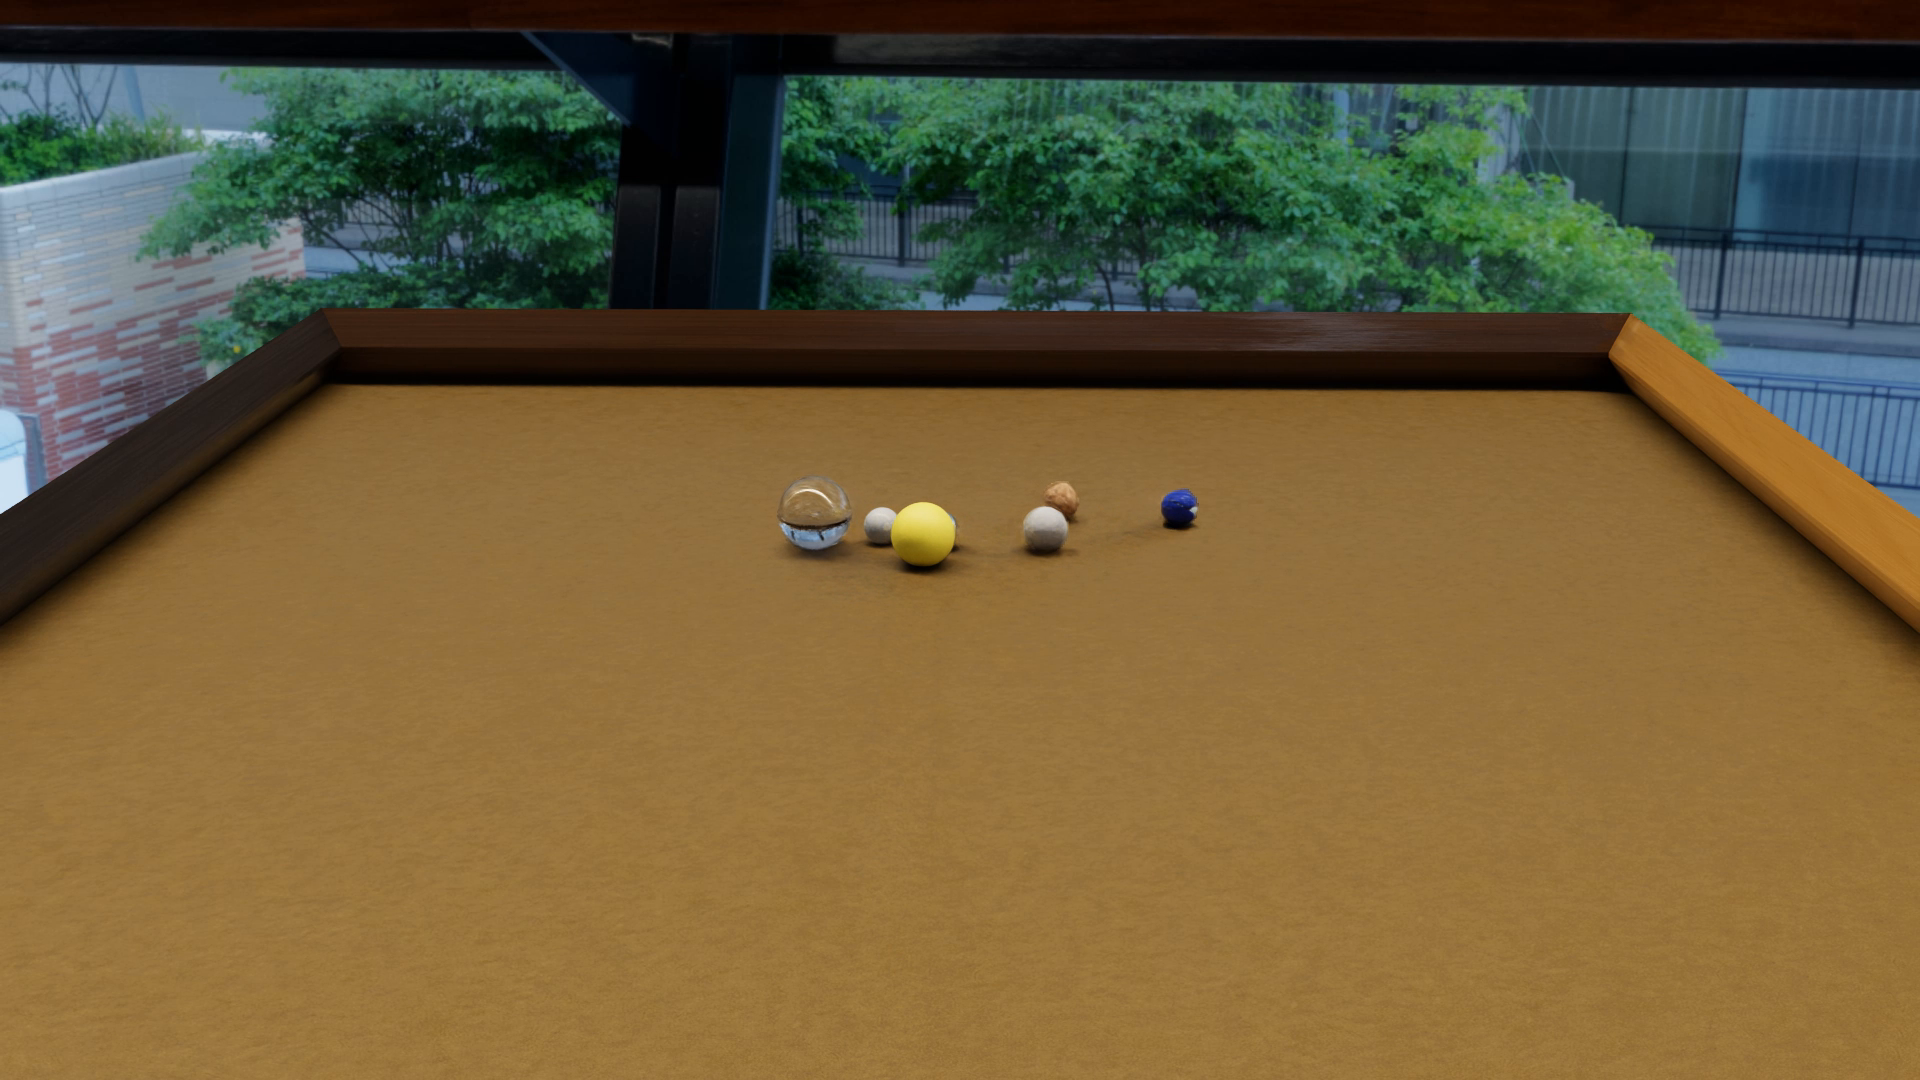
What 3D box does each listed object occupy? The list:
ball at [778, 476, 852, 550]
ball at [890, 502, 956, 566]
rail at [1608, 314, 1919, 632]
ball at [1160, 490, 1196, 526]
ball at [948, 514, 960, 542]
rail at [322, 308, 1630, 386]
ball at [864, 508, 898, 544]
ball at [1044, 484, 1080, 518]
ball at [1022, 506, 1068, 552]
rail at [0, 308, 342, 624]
[{"bbox_3d":[-0.188,-0.034,2.845,0.096,0.096,0.096,0,17,0],"label":"ball"},{"bbox_3d":[-0.047,-0.007,2.779,0.082,0.082,0.082,0,17,0],"label":"ball"},{"bbox_3d":[1.072,0.276,1.777,0.045,0.124,4.111,0,17,1],"label":"rail"},{"bbox_3d":[0.294,-0.043,2.954,0.048,0.048,0.048,0,17,0],"label":"ball"},{"bbox_3d":[-0.025,-0.013,2.857,0.049,0.049,0.049,0,17,0],"label":"ball"},{"bbox_3d":[0.020,-0.324,3.741,2.234,0.124,0.045,0,17,1],"label":"rail"},{"bbox_3d":[-0.102,-0.018,2.873,0.049,0.049,0.049,0,17,0],"label":"ball"},{"bbox_3d":[0.139,-0.053,2.987,0.048,0.048,0.048,0,17,0],"label":"ball"},{"bbox_3d":[0.110,-0.015,2.845,0.058,0.058,0.058,0,17,0],"label":"ball"},{"bbox_3d":[-1.114,0.263,1.820,0.045,0.124,4.111,0,17,1],"label":"rail"}]
